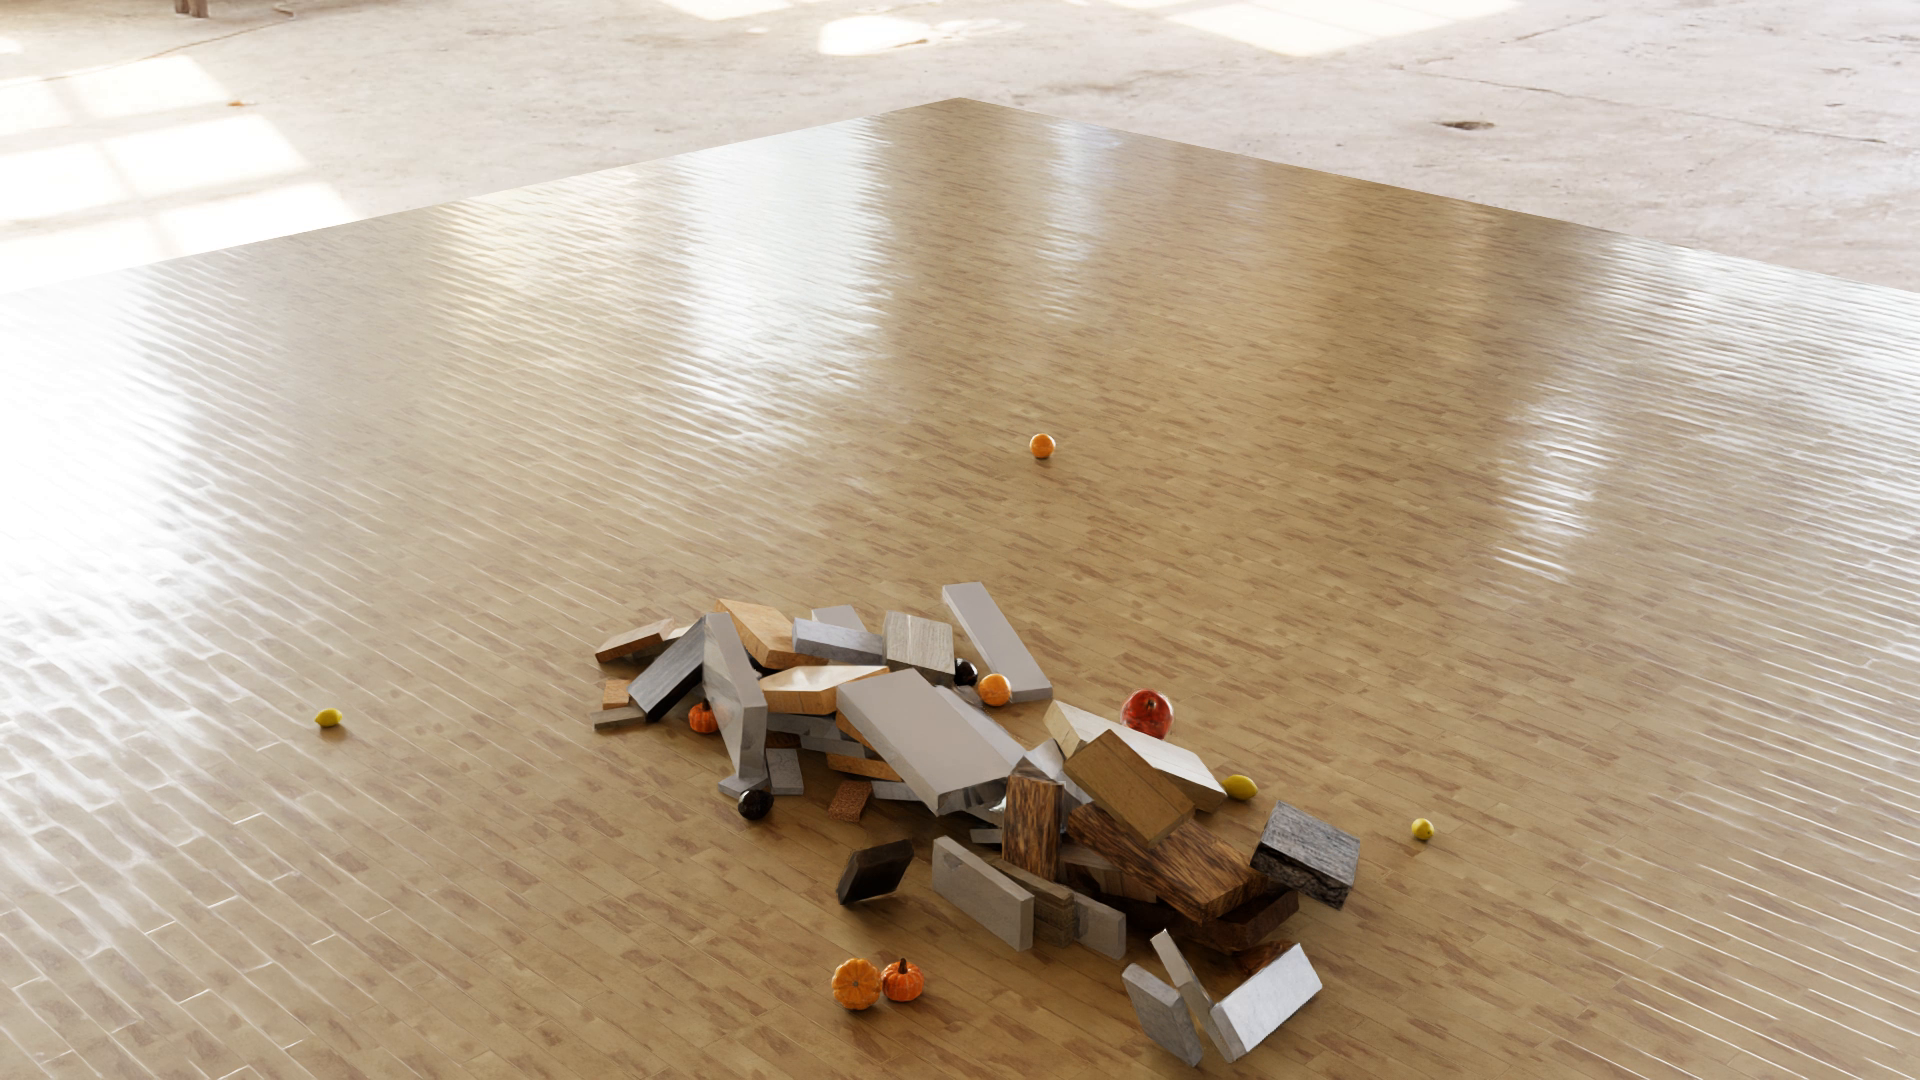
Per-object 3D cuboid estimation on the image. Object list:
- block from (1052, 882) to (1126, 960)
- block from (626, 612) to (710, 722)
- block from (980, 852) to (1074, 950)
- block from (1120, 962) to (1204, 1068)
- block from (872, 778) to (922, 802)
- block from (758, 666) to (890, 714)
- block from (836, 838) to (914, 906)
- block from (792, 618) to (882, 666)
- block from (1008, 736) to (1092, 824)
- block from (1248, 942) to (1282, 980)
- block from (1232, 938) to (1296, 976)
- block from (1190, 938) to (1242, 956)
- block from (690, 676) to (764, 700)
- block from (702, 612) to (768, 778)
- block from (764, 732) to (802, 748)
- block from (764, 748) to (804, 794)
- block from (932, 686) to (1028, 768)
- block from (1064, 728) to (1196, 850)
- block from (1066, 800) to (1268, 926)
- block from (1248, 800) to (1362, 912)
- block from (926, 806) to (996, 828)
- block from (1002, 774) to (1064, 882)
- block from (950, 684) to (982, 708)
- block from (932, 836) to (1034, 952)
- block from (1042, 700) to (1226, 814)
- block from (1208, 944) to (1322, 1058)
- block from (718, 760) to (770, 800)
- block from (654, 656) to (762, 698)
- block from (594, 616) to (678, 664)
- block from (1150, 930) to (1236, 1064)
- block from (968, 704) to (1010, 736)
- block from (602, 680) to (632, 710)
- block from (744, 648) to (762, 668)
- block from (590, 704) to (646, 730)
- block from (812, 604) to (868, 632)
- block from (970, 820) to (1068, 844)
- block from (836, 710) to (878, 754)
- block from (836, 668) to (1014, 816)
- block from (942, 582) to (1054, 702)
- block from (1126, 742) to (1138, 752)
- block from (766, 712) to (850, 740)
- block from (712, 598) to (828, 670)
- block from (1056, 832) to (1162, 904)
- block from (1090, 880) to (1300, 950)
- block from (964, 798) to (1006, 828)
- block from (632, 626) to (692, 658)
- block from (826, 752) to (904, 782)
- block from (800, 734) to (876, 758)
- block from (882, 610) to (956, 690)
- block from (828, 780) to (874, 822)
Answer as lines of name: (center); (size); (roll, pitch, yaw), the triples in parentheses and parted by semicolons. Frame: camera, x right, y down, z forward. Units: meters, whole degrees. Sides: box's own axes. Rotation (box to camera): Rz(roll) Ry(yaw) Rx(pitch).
block: (0.228, 0.694, 4.014); (0.171, 0.086, 0.024); (19, 30, 37)
block: (-0.614, 0.280, 4.865); (0.250, 0.035, 0.125); (-43, 38, -7)
block: (0.120, 0.665, 4.058); (0.210, 0.105, 0.030); (20, 29, 39)
block: (0.336, 0.786, 3.639); (0.105, 0.210, 0.030); (28, 64, 36)
block: (-0.051, 0.487, 4.439); (0.132, 0.037, 0.264); (-17, 6, -34)
block: (-0.319, 0.319, 4.700); (0.178, 0.050, 0.356); (-18, 8, -36)
block: (-0.158, 0.615, 4.068); (0.108, 0.216, 0.031); (-12, 66, -18)
block: (-0.258, 0.242, 5.052); (0.250, 0.035, 0.125); (12, 18, -11)
block: (0.225, 0.472, 4.339); (0.177, 0.050, 0.355); (38, 13, 11)
block: (0.521, 0.779, 3.815); (0.024, 0.085, 0.171); (9, 25, 21)
block: (0.556, 0.753, 3.965); (0.118, 0.017, 0.059); (-9, 25, -21)
block: (0.471, 0.726, 4.029); (0.118, 0.017, 0.059); (18, 29, 36)
block: (-0.484, 0.340, 4.917); (0.236, 0.033, 0.118); (20, 30, 38)
block: (-0.479, 0.324, 4.651); (0.050, 0.178, 0.356); (-4, 32, -19)
block: (-0.386, 0.433, 4.720); (0.113, 0.016, 0.057); (-8, 24, -19)
block: (-0.366, 0.480, 4.565); (0.065, 0.018, 0.131); (2, 32, -15)
block: (0.017, 0.407, 4.584); (0.125, 0.035, 0.360); (-6, 28, -38)
block: (0.311, 0.458, 4.051); (0.116, 0.033, 0.232); (-34, 55, -23)
block: (0.377, 0.570, 4.024); (0.172, 0.049, 0.344); (-19, 36, -38)
block: (0.646, 0.581, 4.094); (0.177, 0.050, 0.412); (26, 9, 10)
block: (0.034, 0.529, 4.412); (0.101, 0.029, 0.202); (-21, 16, -37)
block: (0.132, 0.563, 4.112); (0.033, 0.232, 0.116); (4, 2, -44)
block: (-0.051, 0.363, 4.876); (0.184, 0.023, 0.080); (-9, 25, -20)
block: (0.041, 0.654, 4.080); (0.031, 0.108, 0.266); (-16, 27, -34)
block: (0.352, 0.439, 4.454); (0.355, 0.050, 0.177); (22, 15, -23)
block: (0.518, 0.768, 3.689); (0.024, 0.086, 0.429); (-33, -10, 23)
block: (-0.433, 0.498, 4.565); (0.065, 0.018, 0.131); (18, 29, 35)
block: (-0.565, 0.297, 4.932); (0.236, 0.033, 0.118); (21, 31, 41)
block: (-0.750, 0.231, 5.090); (0.180, 0.025, 0.090); (-18, 16, 22)
block: (0.392, 0.755, 3.627); (0.030, 0.280, 0.105); (-31, 45, 1)
block: (0.034, 0.406, 4.775); (0.080, 0.023, 0.159); (-12, 26, -26)
block: (-0.767, 0.346, 4.924); (0.057, 0.016, 0.113); (-1, 23, -3)
block: (-0.528, 0.250, 5.137); (0.096, 0.027, 0.193); (-16, 28, -33)
block: (-0.751, 0.390, 4.822); (0.113, 0.016, 0.057); (-8, 24, -18)
block: (-0.282, 0.210, 5.231); (0.096, 0.027, 0.193); (-7, 24, -16)
block: (0.124, 0.561, 4.305); (0.101, 0.029, 0.202); (-22, 9, -42)
block: (-0.121, 0.396, 4.482); (0.132, 0.037, 0.264); (-18, 32, -36)
block: (-0.071, 0.396, 4.377); (0.178, 0.050, 0.427); (-12, 31, -28)
block: (0.083, 0.233, 5.177); (0.096, 0.027, 0.601); (-6, 24, -14)
block: (0.295, 0.444, 4.198); (0.116, 0.033, 0.232); (-11, 12, -5)
block: (-0.290, 0.371, 4.715); (0.156, 0.044, 0.312); (-18, 13, -38)
block: (-0.442, 0.224, 5.107); (0.156, 0.044, 0.312); (11, 14, -33)
block: (0.285, 0.604, 4.168); (0.344, 0.049, 0.172); (4, 20, 43)
block: (0.429, 0.665, 4.042); (0.344, 0.049, 0.172); (4, 20, 41)
block: (0.084, 0.516, 4.300); (0.101, 0.029, 0.202); (-17, 15, -26)
block: (-0.669, 0.232, 5.087); (0.180, 0.025, 0.090); (-15, 10, 38)
block: (-0.149, 0.450, 4.556); (0.132, 0.037, 0.264); (-18, 11, -35)
block: (-0.223, 0.415, 4.627); (0.118, 0.033, 0.236); (-18, 12, -36)
block: (-0.096, 0.251, 5.030); (0.156, 0.044, 0.312); (14, 17, -6)
block: (-0.221, 0.532, 4.484); (0.065, 0.018, 0.130); (5, 23, 11)
